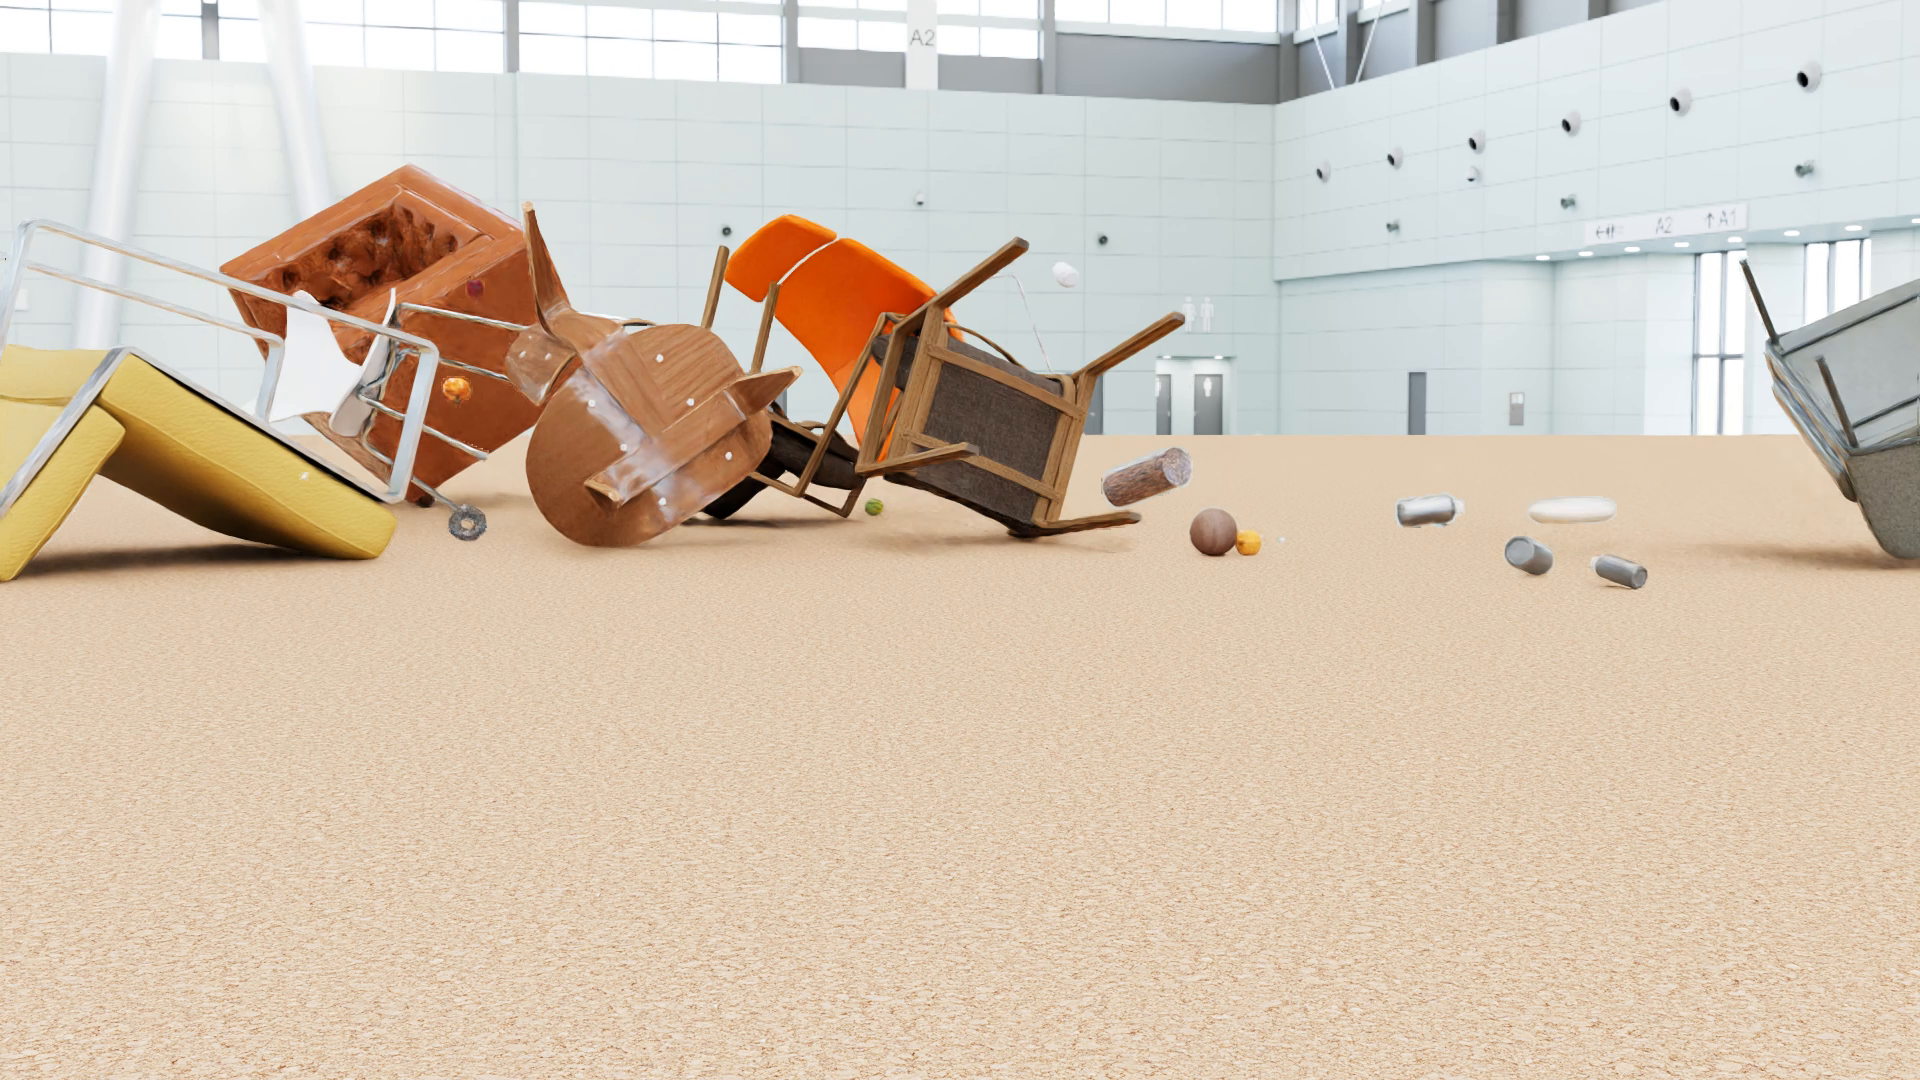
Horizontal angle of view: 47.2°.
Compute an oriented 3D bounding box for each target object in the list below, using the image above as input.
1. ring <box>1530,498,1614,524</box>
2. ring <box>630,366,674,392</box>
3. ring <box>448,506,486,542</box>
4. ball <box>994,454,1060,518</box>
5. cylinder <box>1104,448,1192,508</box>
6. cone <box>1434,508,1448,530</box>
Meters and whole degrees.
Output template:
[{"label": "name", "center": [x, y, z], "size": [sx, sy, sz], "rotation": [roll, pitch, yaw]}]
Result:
[{"label": "ring", "center": [1.700, -0.082, 6.107], "size": [0.211, 0.056, 0.298], "rotation": [3, 6, 43]}, {"label": "ring", "center": [-0.989, -0.518, 7.070], "size": [0.150, 0.050, 0.133], "rotation": [-20, 36, -35]}, {"label": "ring", "center": [-1.460, -0.048, 6.518], "size": [0.113, 0.110, 0.038], "rotation": [-27, -13, -21]}, {"label": "ball", "center": [0.234, -0.186, 7.615], "size": [0.225, 0.225, 0.225], "rotation": [0, 4, 0]}, {"label": "cylinder", "center": [0.629, -0.210, 7.402], "size": [0.279, 0.129, 0.145], "rotation": [-21, 11, 46]}, {"label": "cone", "center": [1.562, -0.054, 7.094], "size": [0.040, 0.073, 0.091], "rotation": [15, -11, 26]}]
